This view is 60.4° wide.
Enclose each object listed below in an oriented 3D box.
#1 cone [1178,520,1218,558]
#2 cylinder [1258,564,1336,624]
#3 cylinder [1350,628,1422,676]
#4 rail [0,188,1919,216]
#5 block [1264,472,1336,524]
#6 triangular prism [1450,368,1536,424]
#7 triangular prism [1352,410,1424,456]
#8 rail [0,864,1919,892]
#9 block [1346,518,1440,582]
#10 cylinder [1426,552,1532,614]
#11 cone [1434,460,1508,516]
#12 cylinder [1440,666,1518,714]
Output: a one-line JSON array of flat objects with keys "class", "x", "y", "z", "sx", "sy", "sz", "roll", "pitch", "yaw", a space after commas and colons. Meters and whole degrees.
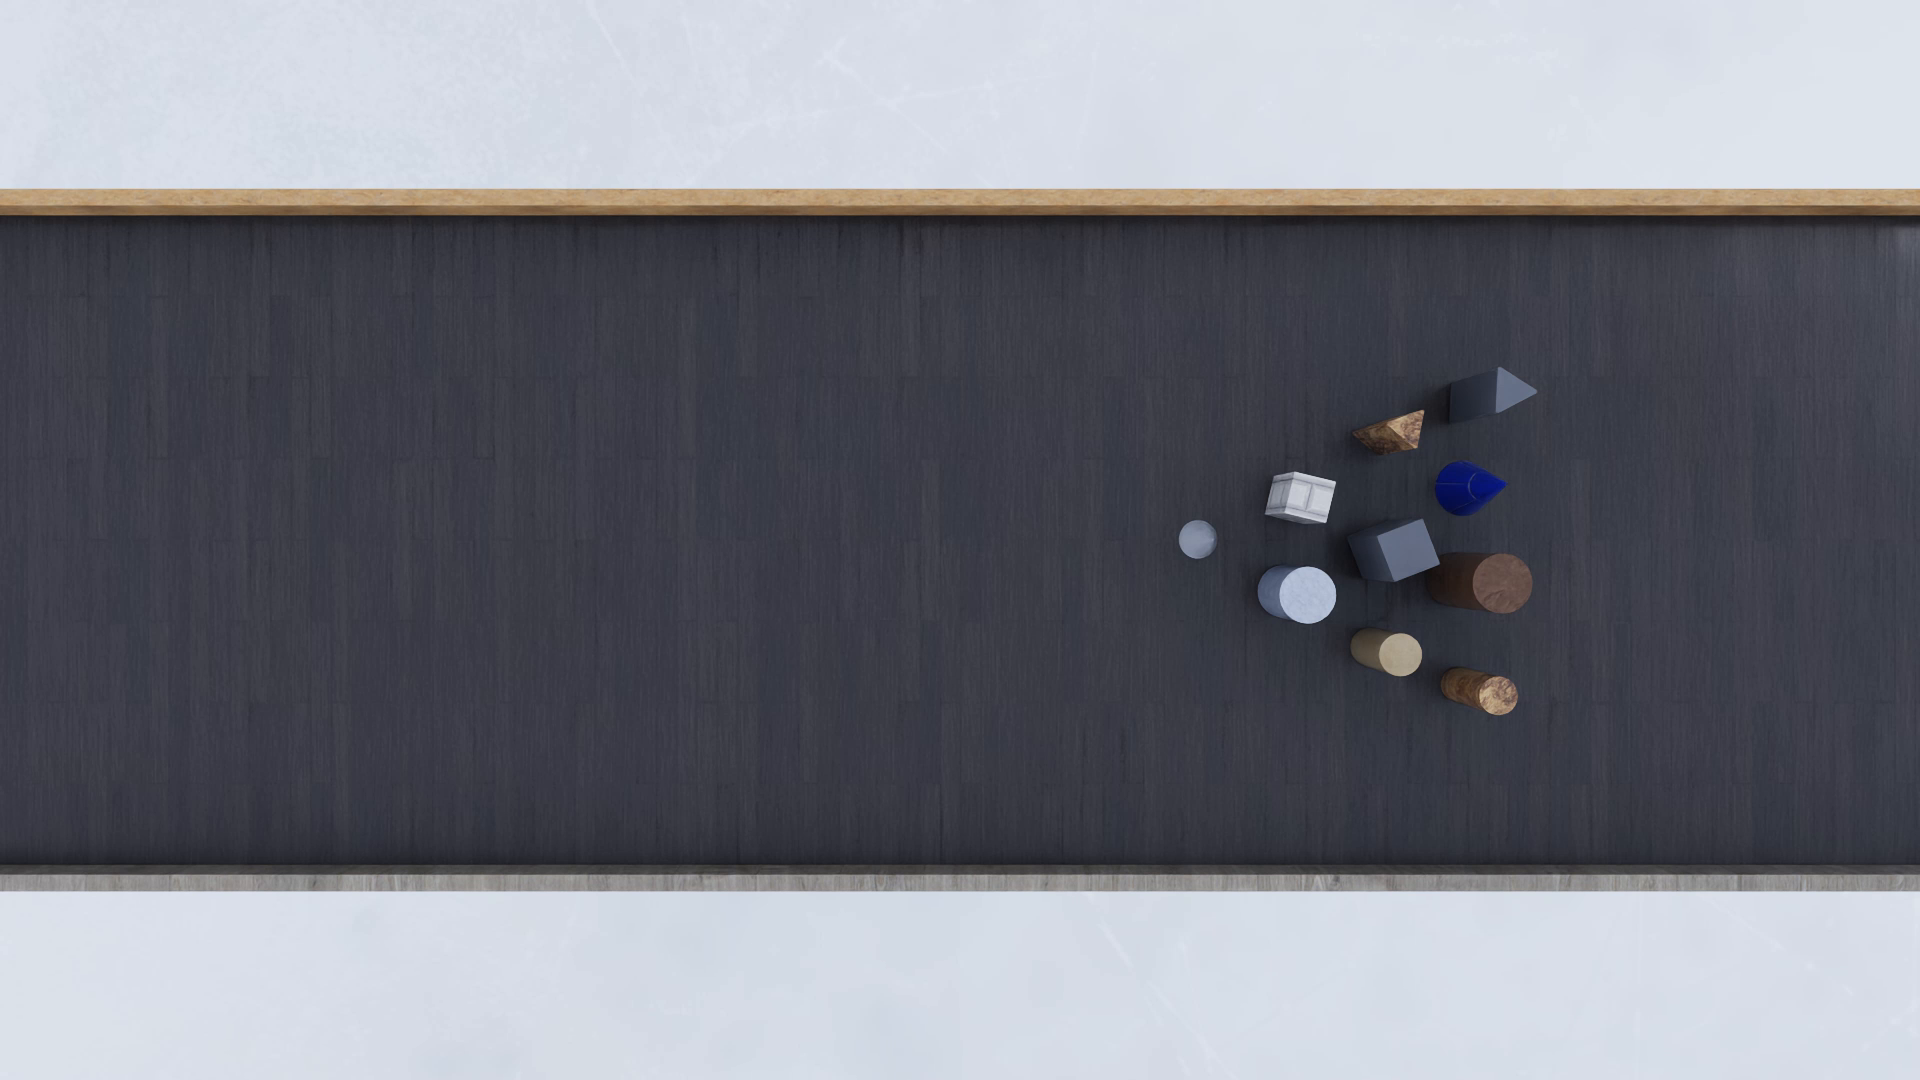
[{"class": "cone", "x": 0.733, "y": -0.002, "z": 4.915, "sx": 0.119, "sy": 0.323, "sz": 0.119, "roll": 0, "pitch": 90, "yaw": 0}, {"class": "cylinder", "x": 0.997, "y": 0.158, "z": 4.902, "sx": 0.163, "sy": 0.348, "sz": 0.163, "roll": 0, "pitch": 90, "yaw": 0}, {"class": "cylinder", "x": 1.263, "y": 0.329, "z": 4.902, "sx": 0.123, "sy": 0.348, "sz": 0.123, "roll": 0, "pitch": 90, "yaw": 0}, {"class": "rail", "x": -2.247, "y": -1.025, "z": 5.002, "sx": 12.000, "sy": 0.150, "sz": 0.050, "roll": 0, "pitch": 90, "yaw": 0}, {"class": "block", "x": 1.011, "y": -0.123, "z": 4.918, "sx": 0.123, "sy": 0.316, "sz": 0.123, "roll": 14, "pitch": 90, "yaw": 0}, {"class": "triangular prism", "x": 1.540, "y": -0.437, "z": 4.856, "sx": 0.128, "sy": 0.441, "sz": 0.111, "roll": -27, "pitch": 90, "yaw": 0}, {"class": "triangular prism", "x": 1.279, "y": -0.330, "z": 4.869, "sx": 0.109, "sy": 0.414, "sz": 0.094, "roll": 40, "pitch": 90, "yaw": 0}, {"class": "rail", "x": -2.247, "y": 1.025, "z": 5.001, "sx": 12.000, "sy": 0.150, "sz": 0.050, "roll": 0, "pitch": 90, "yaw": 0}, {"class": "block", "x": 1.280, "y": 0.029, "z": 4.891, "sx": 0.140, "sy": 0.371, "sz": 0.140, "roll": -21, "pitch": 90, "yaw": 0}, {"class": "cylinder", "x": 1.521, "y": 0.122, "z": 4.849, "sx": 0.169, "sy": 0.455, "sz": 0.169, "roll": 0, "pitch": 90, "yaw": 0}, {"class": "cone", "x": 1.547, "y": -0.159, "z": 4.864, "sx": 0.172, "sy": 0.426, "sz": 0.172, "roll": 0, "pitch": 90, "yaw": 0}, {"class": "cylinder", "x": 1.534, "y": 0.444, "z": 4.888, "sx": 0.110, "sy": 0.377, "sz": 0.110, "roll": 0, "pitch": 90, "yaw": 0}]
